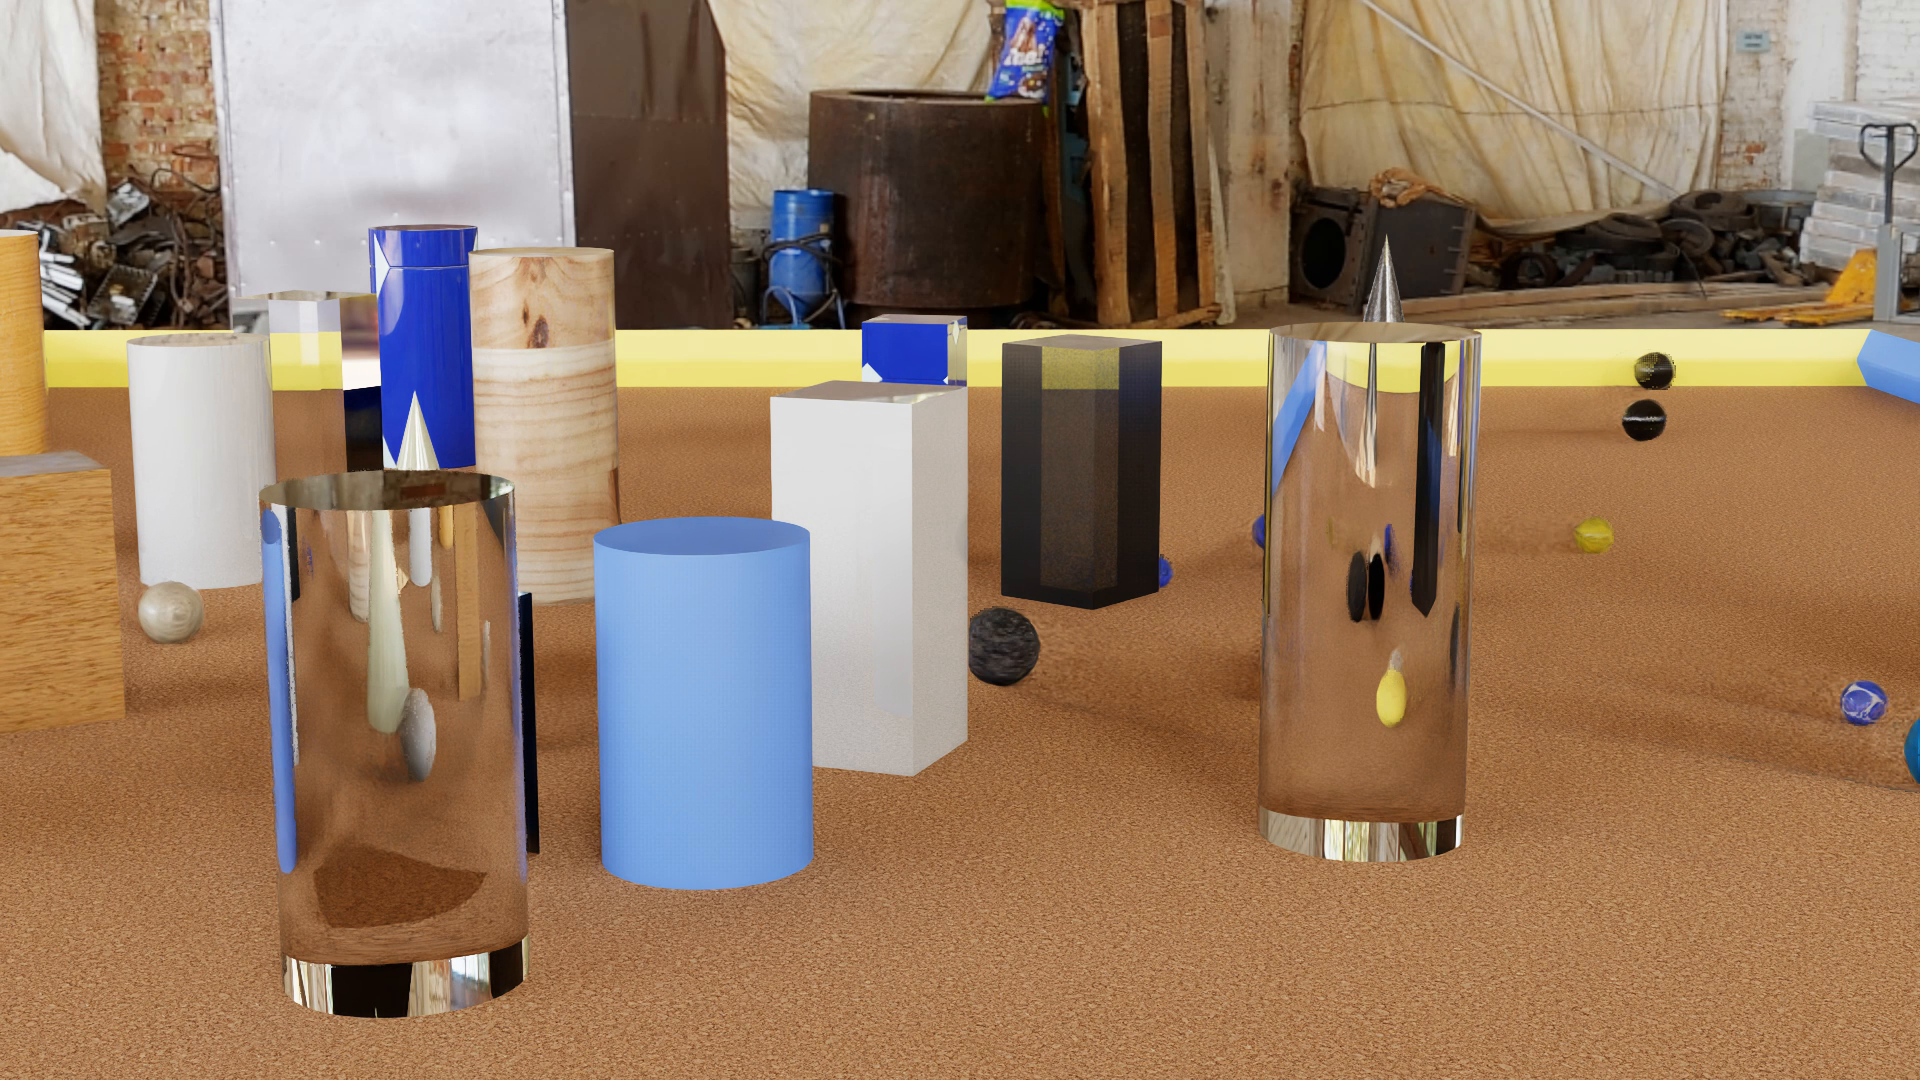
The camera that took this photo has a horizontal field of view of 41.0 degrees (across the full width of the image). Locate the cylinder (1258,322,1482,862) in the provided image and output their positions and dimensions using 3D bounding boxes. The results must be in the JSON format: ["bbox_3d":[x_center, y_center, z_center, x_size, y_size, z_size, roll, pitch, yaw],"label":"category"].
[{"bbox_3d":[0.385,0.044,2.427,0.197,0.481,0.197,0,10,0],"label":"cylinder"}]

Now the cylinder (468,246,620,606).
[{"bbox_3d":[-0.572,-0.161,3.548,0.197,0.474,0.197,0,10,0],"label":"cylinder"}]

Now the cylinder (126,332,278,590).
[{"bbox_3d":[-1.081,-0.117,3.673,0.197,0.342,0.197,0,10,0],"label":"cylinder"}]

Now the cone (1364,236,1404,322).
[{"bbox_3d":[0.790,-0.362,4.788,0.197,0.418,0.197,0,10,0],"label":"cone"}]

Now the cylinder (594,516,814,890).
[{"bbox_3d":[-0.235,0.145,2.363,0.197,0.304,0.197,0,10,0],"label":"cylinder"}]

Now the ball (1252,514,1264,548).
[{"bbox_3d":[0.473,-0.014,3.891,0.060,0.060,0.060,0,10,0],"label":"ball"}]

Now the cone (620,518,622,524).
[{"bbox_3d":[-0.598,-0.170,3.845,0.197,0.385,0.197,0,10,0],"label":"cone"}]

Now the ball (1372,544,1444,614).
[{"bbox_3d":[0.601,0.052,3.440,0.095,0.095,0.095,0,10,0],"label":"ball"}]

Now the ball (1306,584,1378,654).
[{"bbox_3d":[0.478,0.098,3.210,0.088,0.088,0.088,0,10,0],"label":"ball"}]

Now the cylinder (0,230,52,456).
[{"bbox_3d":[-1.448,-0.209,3.785,0.197,0.483,0.197,0,10,0],"label":"cylinder"}]

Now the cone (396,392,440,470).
[{"bbox_3d":[-0.625,0.005,2.972,0.197,0.359,0.197,0,10,0],"label":"cone"}]

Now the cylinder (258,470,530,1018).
[{"bbox_3d":[-0.448,0.156,2.046,0.197,0.399,0.197,0,10,0],"label":"cylinder"}]

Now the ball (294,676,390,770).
[{"bbox_3d":[-0.646,0.191,2.680,0.098,0.098,0.098,0,10,0],"label":"ball"}]

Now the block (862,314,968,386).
[{"bbox_3d":[-0.081,-0.264,4.653,0.157,0.274,0.157,2,11,13],"label":"block"}]

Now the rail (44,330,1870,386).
[{"bbox_3d":[-0.014,-0.412,5.850,4.203,0.128,0.045,0,10,0],"label":"rail"}]

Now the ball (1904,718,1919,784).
[{"bbox_3d":[0.999,0.213,2.577,0.094,0.094,0.094,0,10,0],"label":"ball"}]

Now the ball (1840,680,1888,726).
[{"bbox_3d":[1.009,0.181,2.864,0.051,0.051,0.051,0,10,0],"label":"ball"}]

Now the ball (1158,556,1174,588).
[{"bbox_3d":[0.279,0.045,3.615,0.045,0.045,0.045,0,10,0],"label":"ball"}]

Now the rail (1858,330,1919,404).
[{"bbox_3d":[2.078,0.031,3.461,0.045,0.128,4.932,0,10,0],"label":"rail"}]

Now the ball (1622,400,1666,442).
[{"bbox_3d":[1.339,-0.234,5.022,0.083,0.083,0.083,0,10,0],"label":"ball"}]

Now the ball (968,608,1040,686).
[{"bbox_3d":[0.049,0.127,3.045,0.092,0.092,0.092,0,10,0],"label":"ball"}]

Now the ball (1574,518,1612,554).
[{"bbox_3d":[0.953,-0.006,3.862,0.055,0.055,0.055,0,10,0],"label":"ball"}]

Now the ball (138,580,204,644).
[{"bbox_3d":[-1.006,0.092,3.268,0.080,0.080,0.080,0,10,0],"label":"ball"}]

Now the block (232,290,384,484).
[{"bbox_3d":[-1.022,-0.199,4.036,0.157,0.371,0.157,4,11,22],"label":"block"}]

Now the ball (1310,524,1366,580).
[{"bbox_3d":[0.541,0.018,3.671,0.079,0.079,0.079,0,10,0],"label":"ball"}]

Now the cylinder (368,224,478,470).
[{"bbox_3d":[-0.981,-0.358,4.728,0.197,0.433,0.197,0,10,0],"label":"cylinder"}]

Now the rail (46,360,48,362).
[{"bbox_3d":[-2.078,0.035,3.437,0.045,0.128,4.932,0,10,0],"label":"rail"}]

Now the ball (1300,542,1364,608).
[{"bbox_3d":[0.505,0.048,3.485,0.088,0.088,0.088,0,10,0],"label":"ball"}]

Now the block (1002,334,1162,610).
[{"bbox_3d":[0.168,-0.098,3.547,0.157,0.352,0.157,8,13,38],"label":"block"}]

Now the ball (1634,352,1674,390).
[{"bbox_3d":[1.569,-0.381,5.800,0.088,0.088,0.088,0,10,0],"label":"ball"}]

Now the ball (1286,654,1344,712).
[{"bbox_3d":[0.404,0.163,2.921,0.065,0.065,0.065,0,10,0],"label":"ball"}]

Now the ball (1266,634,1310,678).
[{"bbox_3d":[0.395,0.140,3.088,0.051,0.051,0.051,0,10,0],"label":"ball"}]

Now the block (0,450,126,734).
[{"bbox_3d":[-1.051,0.056,2.897,0.157,0.285,0.157,-6,12,-31],"label":"block"}]

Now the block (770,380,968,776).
[{"bbox_3d":[-0.094,0.036,2.724,0.157,0.389,0.157,4,11,21],"label":"block"}]

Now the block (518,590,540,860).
[{"bbox_3d":[-0.498,0.177,2.342,0.157,0.250,0.157,5,12,26],"label":"block"}]
